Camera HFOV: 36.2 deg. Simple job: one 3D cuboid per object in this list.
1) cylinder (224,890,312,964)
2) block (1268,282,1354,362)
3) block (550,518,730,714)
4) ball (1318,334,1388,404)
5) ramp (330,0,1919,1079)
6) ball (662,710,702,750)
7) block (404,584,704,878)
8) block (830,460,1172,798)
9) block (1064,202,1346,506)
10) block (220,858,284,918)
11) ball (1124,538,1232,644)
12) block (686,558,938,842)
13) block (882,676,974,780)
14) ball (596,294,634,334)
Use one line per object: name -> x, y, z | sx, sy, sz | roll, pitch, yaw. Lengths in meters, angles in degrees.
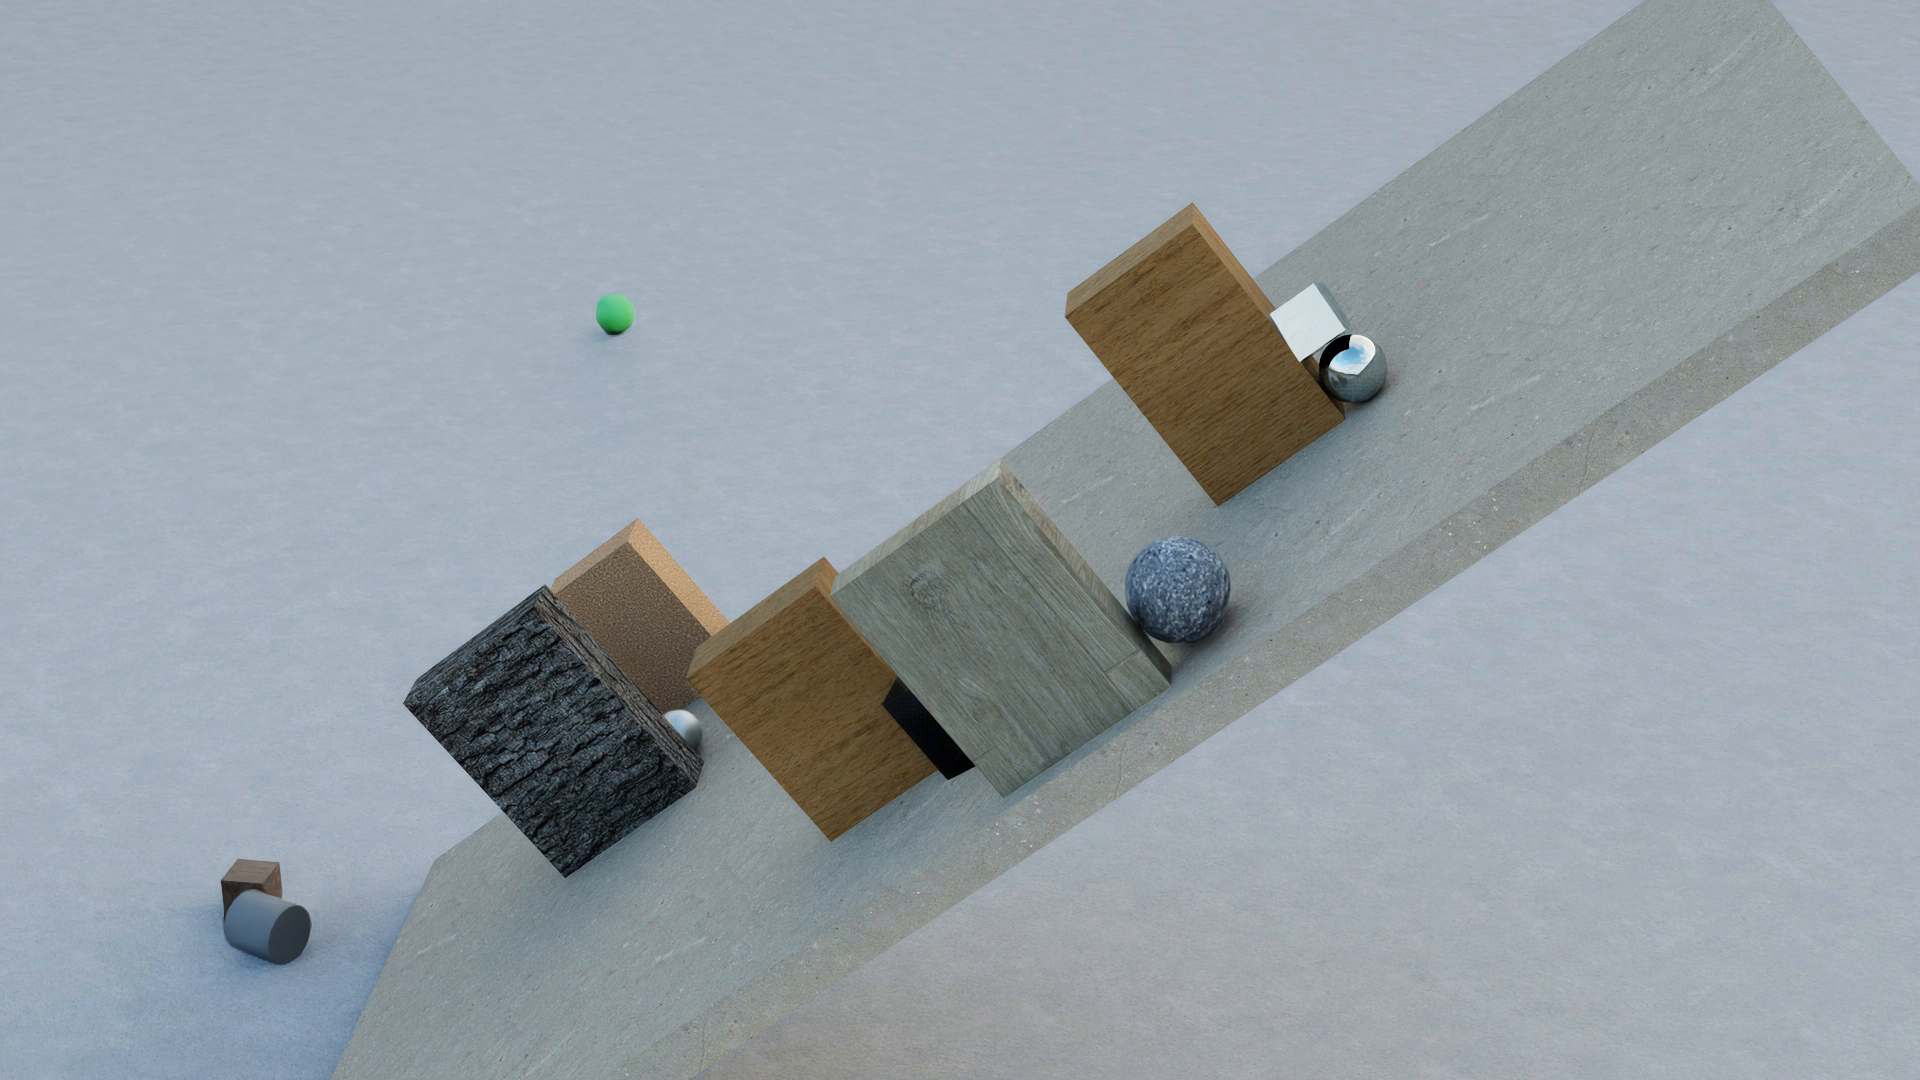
cylinder -> -1.769, 0.987, 7.515 | 0.154, 0.154, 0.154 | 14, 27, 29
block -> 0.694, -0.432, 5.814 | 0.110, 0.110, 0.110 | -35, -4, 17
block -> -0.784, 0.209, 7.373 | 0.278, 0.430, 0.146 | -35, 16, 17
ball -> 0.777, -0.338, 5.813 | 0.137, 0.137, 0.137 | 0, 23, 0
ramp -> 0.125, 0.182, 6.332 | 4.000, 0.100, 2.000 | -35, 16, 17
ball -> -0.671, 0.462, 6.999 | 0.116, 0.116, 0.116 | 0, 23, 0
block -> -0.938, 0.447, 6.818 | 0.407, 0.567, 0.129 | -35, 16, 17
block -> 0.077, 0.166, 5.350 | 0.387, 0.509, 0.087 | -35, 16, 17
block -> 0.490, -0.368, 5.870 | 0.313, 0.505, 0.148 | -35, 16, 17
block -> -1.858, 0.920, 7.721 | 0.115, 0.115, 0.115 | 4, 24, 9
ball -> 0.399, 0.093, 5.390 | 0.195, 0.195, 0.195 | 0, 23, 0
block -> -0.262, 0.317, 5.830 | 0.331, 0.450, 0.146 | -35, 16, 17
block -> 0.017, 0.295, 5.704 | 0.204, 0.204, 0.204 | -30, 19, 33
ball -> -1.403, -0.920, 11.956 | 0.159, 0.159, 0.159 | 0, 23, 0
